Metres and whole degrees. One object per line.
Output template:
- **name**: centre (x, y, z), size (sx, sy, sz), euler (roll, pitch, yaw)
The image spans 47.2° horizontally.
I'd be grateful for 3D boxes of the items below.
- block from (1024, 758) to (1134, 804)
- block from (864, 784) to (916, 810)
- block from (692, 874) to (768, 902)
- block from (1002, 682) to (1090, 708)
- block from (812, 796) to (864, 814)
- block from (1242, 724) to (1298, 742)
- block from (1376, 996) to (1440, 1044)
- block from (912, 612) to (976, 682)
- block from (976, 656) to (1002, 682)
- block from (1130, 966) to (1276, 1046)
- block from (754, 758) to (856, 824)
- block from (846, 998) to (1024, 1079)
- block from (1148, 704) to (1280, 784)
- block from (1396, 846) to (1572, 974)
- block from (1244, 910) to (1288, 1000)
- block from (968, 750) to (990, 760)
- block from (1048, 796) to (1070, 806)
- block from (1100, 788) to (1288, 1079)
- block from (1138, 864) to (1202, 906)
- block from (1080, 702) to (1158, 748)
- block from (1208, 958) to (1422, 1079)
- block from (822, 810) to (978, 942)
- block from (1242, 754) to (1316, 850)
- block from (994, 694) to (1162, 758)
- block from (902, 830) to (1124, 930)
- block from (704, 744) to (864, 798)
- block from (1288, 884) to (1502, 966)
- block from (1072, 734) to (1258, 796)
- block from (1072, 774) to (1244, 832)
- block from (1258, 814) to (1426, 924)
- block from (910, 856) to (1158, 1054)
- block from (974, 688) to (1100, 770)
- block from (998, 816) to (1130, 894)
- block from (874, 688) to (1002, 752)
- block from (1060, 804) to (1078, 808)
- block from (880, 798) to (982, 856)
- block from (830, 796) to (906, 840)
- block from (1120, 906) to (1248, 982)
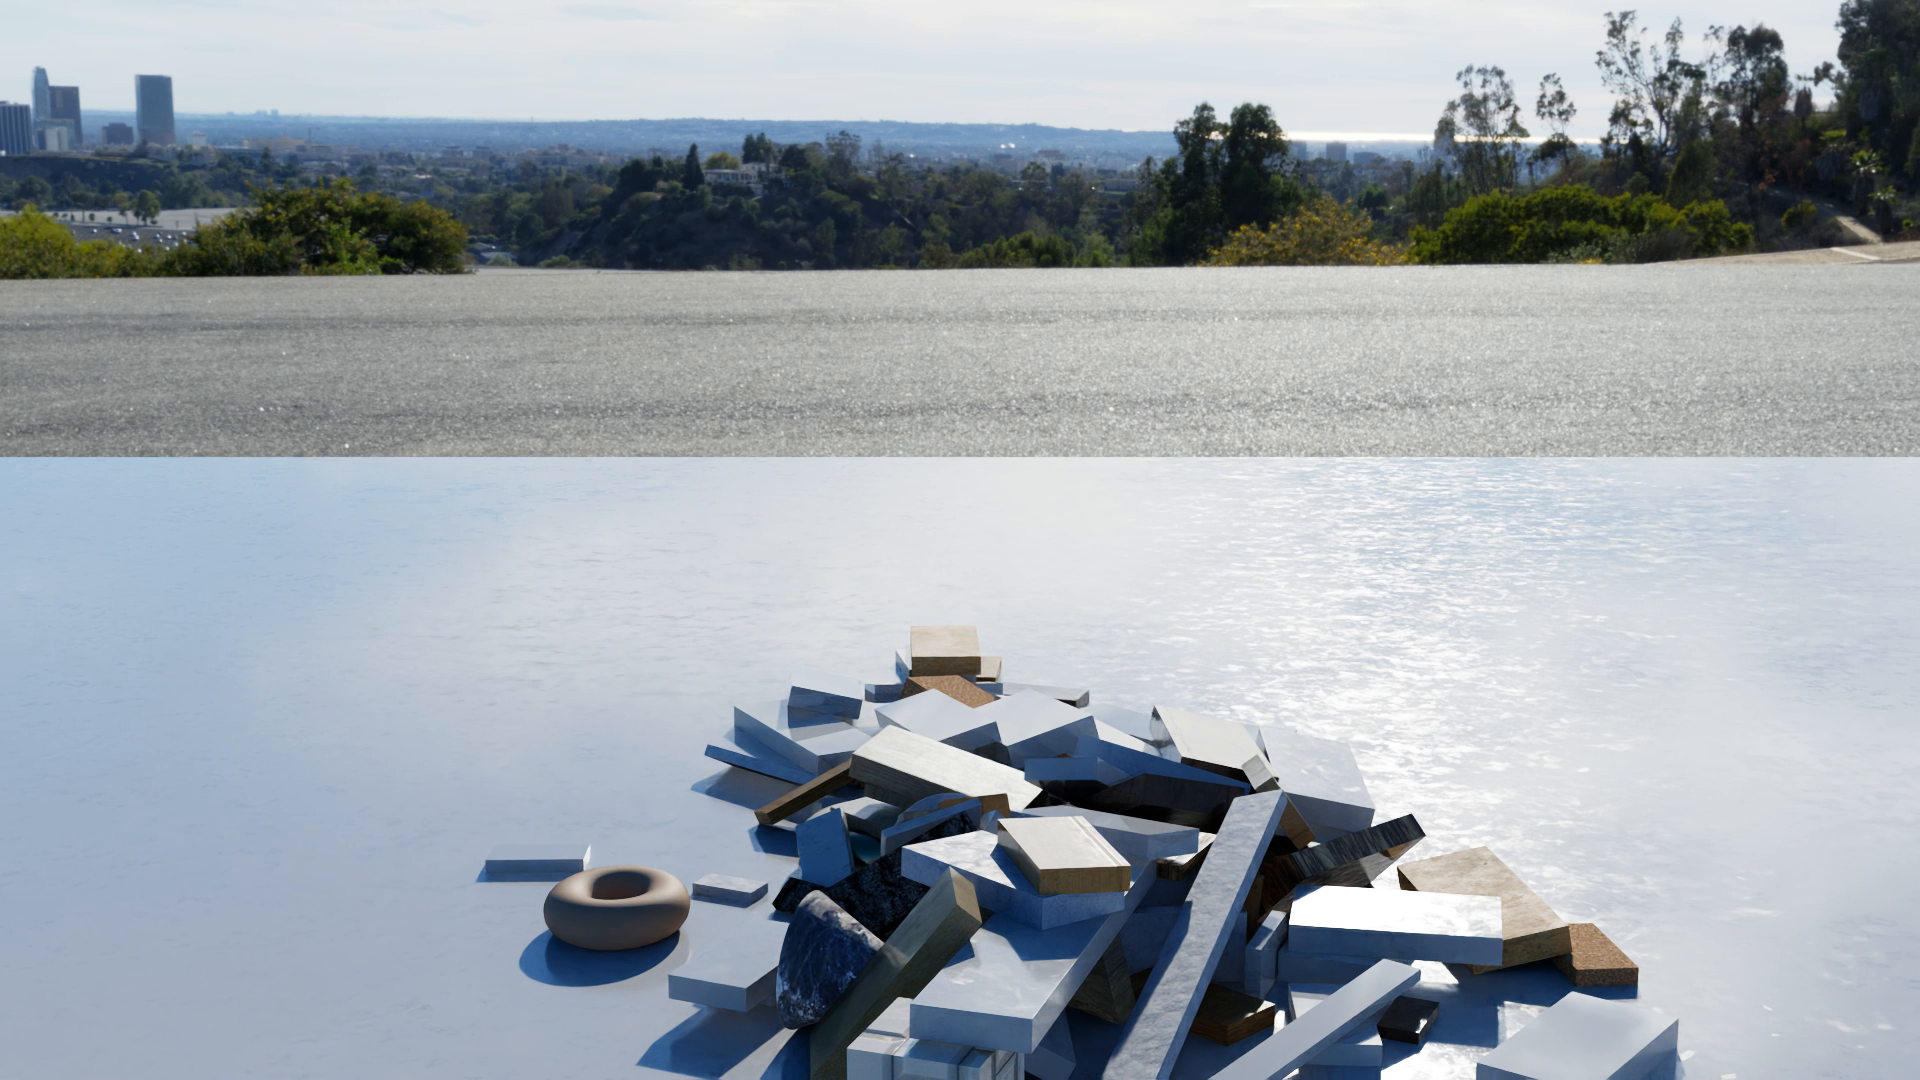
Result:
- **block**: centre (0.226, 0.419, 3.759), size (0.132, 0.037, 0.264), euler (-4, -19, 27)
- **block**: centre (-0.071, 0.436, 3.762), size (0.168, 0.024, 0.084), euler (16, 20, 12)
- **block**: centre (-0.384, 0.581, 3.675), size (0.113, 0.016, 0.056), euler (5, 12, 24)
- **block**: centre (0.175, 0.350, 4.884), size (0.203, 0.029, 0.102), euler (4, 11, 19)
- **block**: centre (-0.219, 0.486, 3.996), size (0.084, 0.024, 0.168), euler (-2, -11, -10)
- **block**: centre (0.529, 0.445, 4.316), size (0.169, 0.048, 0.468), euler (4, 11, 20)
- **block**: centre (0.637, 0.682, 3.127), size (0.061, 0.017, 0.121), euler (5, 12, 25)
- **block**: centre (-0.043, 0.257, 5.198), size (0.138, 0.039, 0.626), euler (0, 11, -2)
- **block**: centre (0.039, 0.308, 5.111), size (0.102, 0.029, 0.203), euler (1, 11, 5)
- **block**: centre (0.333, 0.668, 3.166), size (0.216, 0.031, 0.108), euler (10, 15, 44)
- **block**: centre (-0.267, 0.460, 4.043), size (0.221, 0.024, 0.084), euler (-27, 6, -22)
- **block**: centre (-0.028, 0.683, 2.703), size (0.169, 0.169, 0.169), euler (4, 11, 20)
- **block**: centre (0.470, 0.397, 4.127), size (0.178, 0.050, 0.464), euler (12, 7, -3)
- **block**: centre (0.828, 0.584, 3.502), size (0.155, 0.044, 0.380), euler (-12, 11, -3)
- **block**: centre (0.456, 0.620, 3.276), size (0.024, 0.084, 0.167), euler (4, 11, 21)
- **block**: centre (0.042, 0.419, 4.246), size (0.140, 0.020, 0.070), euler (51, 9, 28)
- **block**: centre (0.222, 0.483, 4.059), size (0.138, 0.039, 0.276), euler (11, 8, -14)
- **block**: centre (0.339, 0.574, 3.151), size (0.084, 0.024, 0.876), euler (-14, 15, 25)
- **block**: centre (0.275, 0.573, 3.381), size (0.277, 0.139, 0.039), euler (-8, 13, -37)
- **block**: centre (0.349, 0.398, 4.598), size (0.138, 0.039, 0.276), euler (-9, 14, -40)
- **block**: centre (0.416, 0.693, 2.929), size (0.061, 0.017, 0.692), euler (9, 18, 40)
- **block**: centre (-0.073, 0.523, 3.341), size (0.254, 0.036, 0.126), euler (-29, 40, -8)
- **block**: centre (0.544, 0.447, 3.769), size (0.036, 0.126, 0.252), euler (-36, 1, 4)
- **block**: centre (0.291, 0.402, 4.162), size (0.154, 0.044, 0.598), euler (8, 8, -35)
- **block**: centre (0.071, 0.475, 3.095), size (0.152, 0.043, 0.304), euler (-5, 10, -39)
- **block**: centre (-0.308, 0.458, 4.221), size (0.472, 0.023, 0.081), euler (10, -13, 43)
- **block**: centre (0.659, 0.581, 3.325), size (0.310, 0.044, 0.155), euler (2, 14, 12)
- **block**: centre (0.362, 0.412, 3.807), size (0.309, 0.044, 0.154), euler (15, -11, 19)
- **block**: centre (0.321, 0.460, 3.714), size (0.178, 0.050, 0.356), euler (10, -18, -17)
- **block**: centre (0.606, 0.535, 3.579), size (0.311, 0.155, 0.044), euler (-9, 59, -41)
- **block**: centre (0.118, 0.536, 2.984), size (0.152, 0.043, 0.753), euler (4, 8, 16)
- **block**: centre (0.115, 0.348, 4.067), size (0.169, 0.048, 0.338), euler (-19, 10, -16)
- **block**: centre (0.142, 0.439, 3.078), size (0.126, 0.036, 0.253), euler (0, 8, -12)
- **block**: centre (-0.047, 0.343, 4.107), size (0.126, 0.036, 0.406), euler (-18, 9, -15)
- **block**: centre (0.179, 0.477, 3.537), size (0.132, 0.037, 0.264), euler (-6, 7, -25)
- **block**: centre (-0.045, 0.447, 3.401), size (0.164, 0.056, 0.016), euler (-17, 47, -21)
- **block**: centre (-0.137, 0.473, 3.729), size (0.084, 0.024, 0.167), euler (-11, 14, -38)
- **block**: centre (0.319, 0.605, 3.293), size (0.216, 0.108, 0.031), euler (0, 11, -1)
